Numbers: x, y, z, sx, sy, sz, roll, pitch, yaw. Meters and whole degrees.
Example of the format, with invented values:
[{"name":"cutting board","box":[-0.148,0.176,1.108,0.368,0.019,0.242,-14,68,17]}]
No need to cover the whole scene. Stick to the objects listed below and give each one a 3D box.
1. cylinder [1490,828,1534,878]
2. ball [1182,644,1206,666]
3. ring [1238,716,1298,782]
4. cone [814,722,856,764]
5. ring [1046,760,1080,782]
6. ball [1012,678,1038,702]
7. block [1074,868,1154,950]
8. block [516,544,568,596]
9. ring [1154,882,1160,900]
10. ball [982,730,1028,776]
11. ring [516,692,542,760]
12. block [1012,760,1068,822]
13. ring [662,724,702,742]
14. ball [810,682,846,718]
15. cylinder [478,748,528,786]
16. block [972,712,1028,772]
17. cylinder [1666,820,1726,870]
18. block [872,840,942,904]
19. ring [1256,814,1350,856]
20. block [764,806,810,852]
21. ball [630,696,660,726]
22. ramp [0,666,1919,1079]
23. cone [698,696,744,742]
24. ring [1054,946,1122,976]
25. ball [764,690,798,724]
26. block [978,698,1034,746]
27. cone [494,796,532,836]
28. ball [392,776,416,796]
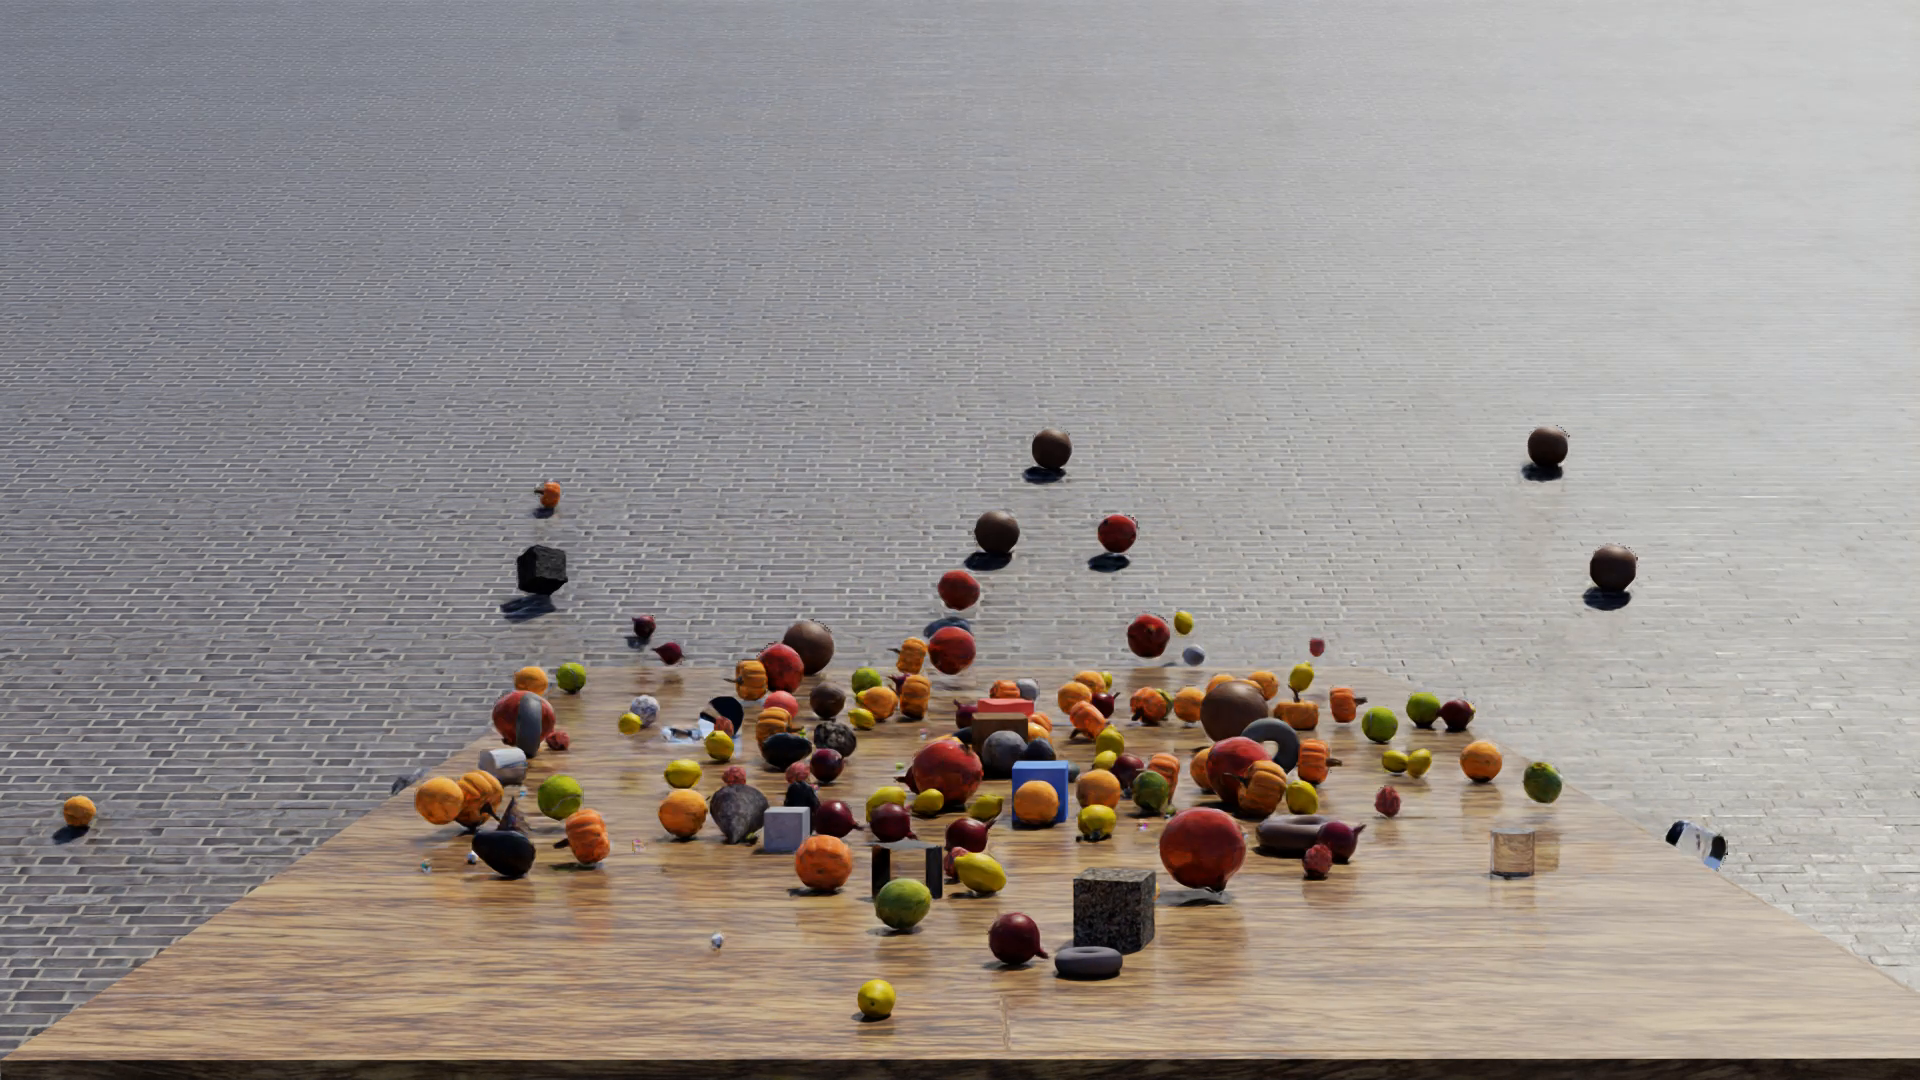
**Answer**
[{"name":"cylinder","box":[0.766,0.432,3.565,0.060,0.060,0.060,0,3,0]},{"name":"ball","box":[0.610,0.300,6.707,0.059,0.059,0.059,0,22,0]},{"name":"ring","box":[0.534,0.364,4.464,0.115,0.115,0.038,-7,5,-16]},{"name":"cone","box":[-0.241,0.390,4.722,0.083,0.083,0.083,5,30,12]},{"name":"ring","box":[0.165,0.404,4.493,0.089,0.030,0.089,-1,4,0]},{"name":"ball","box":[0.143,0.334,5.654,0.060,0.060,0.060,0,22,0]},{"name":"block","box":[0.186,0.444,3.098,0.082,0.082,0.082,1,3,16]},{"name":"block","box":[-1.161,0.084,7.142,0.097,0.097,0.097,13,-34,-38]},{"name":"ring","box":[0.214,0.458,3.343,0.092,0.031,0.092,-4,2,0]},{"name":"ball","box":[0.079,0.376,4.545,0.081,0.081,0.081,0,22,0]},{"name":"ring","box":[-0.785,0.339,4.683,0.041,0.122,0.122,4,21,-13]},{"name":"block","box":[0.127,0.397,4.068,0.084,0.084,0.084,0,3,5]},{"name":"ring","box":[-0.546,0.380,5.047,0.080,0.027,0.080,3,4,0]},{"name":"ball","box":[-0.280,0.337,5.427,0.075,0.075,0.075,0,22,0]},{"name":"cylinder","box":[-0.789,0.390,4.438,0.060,0.060,0.060,-2,18,-41]},{"name":"block","box":[0.071,0.364,4.632,0.096,0.096,0.096,0,3,-3]},{"name":"cylinder","box":[1.645,0.688,5.760,0.096,0.096,0.096,-17,28,-36]},{"name":"block","box":[-0.070,0.437,3.395,0.068,0.068,0.068,-2,3,-33]},{"name":"ring","box":[0.501,0.431,3.760,0.137,0.046,0.137,-1,4,0]},{"name":"block","box":[-0.254,0.424,3.778,0.057,0.057,0.057,0,3,7]},{"name":"ball","box":[-0.648,0.351,5.289,0.063,0.063,0.063,0,22,0]},{"name":"ramp","box":[0.052,0.467,4.534,2.000,0.100,4.000,0,3,0]},{"name":"cone","box":[-0.451,0.370,5.078,0.096,0.096,0.096,12,-19,27]},{"name":"ring","box":[0.147,0.480,2.929,0.078,0.026,0.078,-1,-1,0]},{"name":"ball","box":[-0.370,0.346,5.305,0.070,0.070,0.070,0,22,0]},{"name":"block","box":[0.090,0.354,4.977,0.085,0.085,0.085,-1,3,-20]},{"name":"cone","box":[-0.680,0.418,3.915,0.058,0.058,0.058,0,3,0]},{"name":"ball","box":[-1.299,0.590,6.034,0.070,0.070,0.070,0,22,0]}]
